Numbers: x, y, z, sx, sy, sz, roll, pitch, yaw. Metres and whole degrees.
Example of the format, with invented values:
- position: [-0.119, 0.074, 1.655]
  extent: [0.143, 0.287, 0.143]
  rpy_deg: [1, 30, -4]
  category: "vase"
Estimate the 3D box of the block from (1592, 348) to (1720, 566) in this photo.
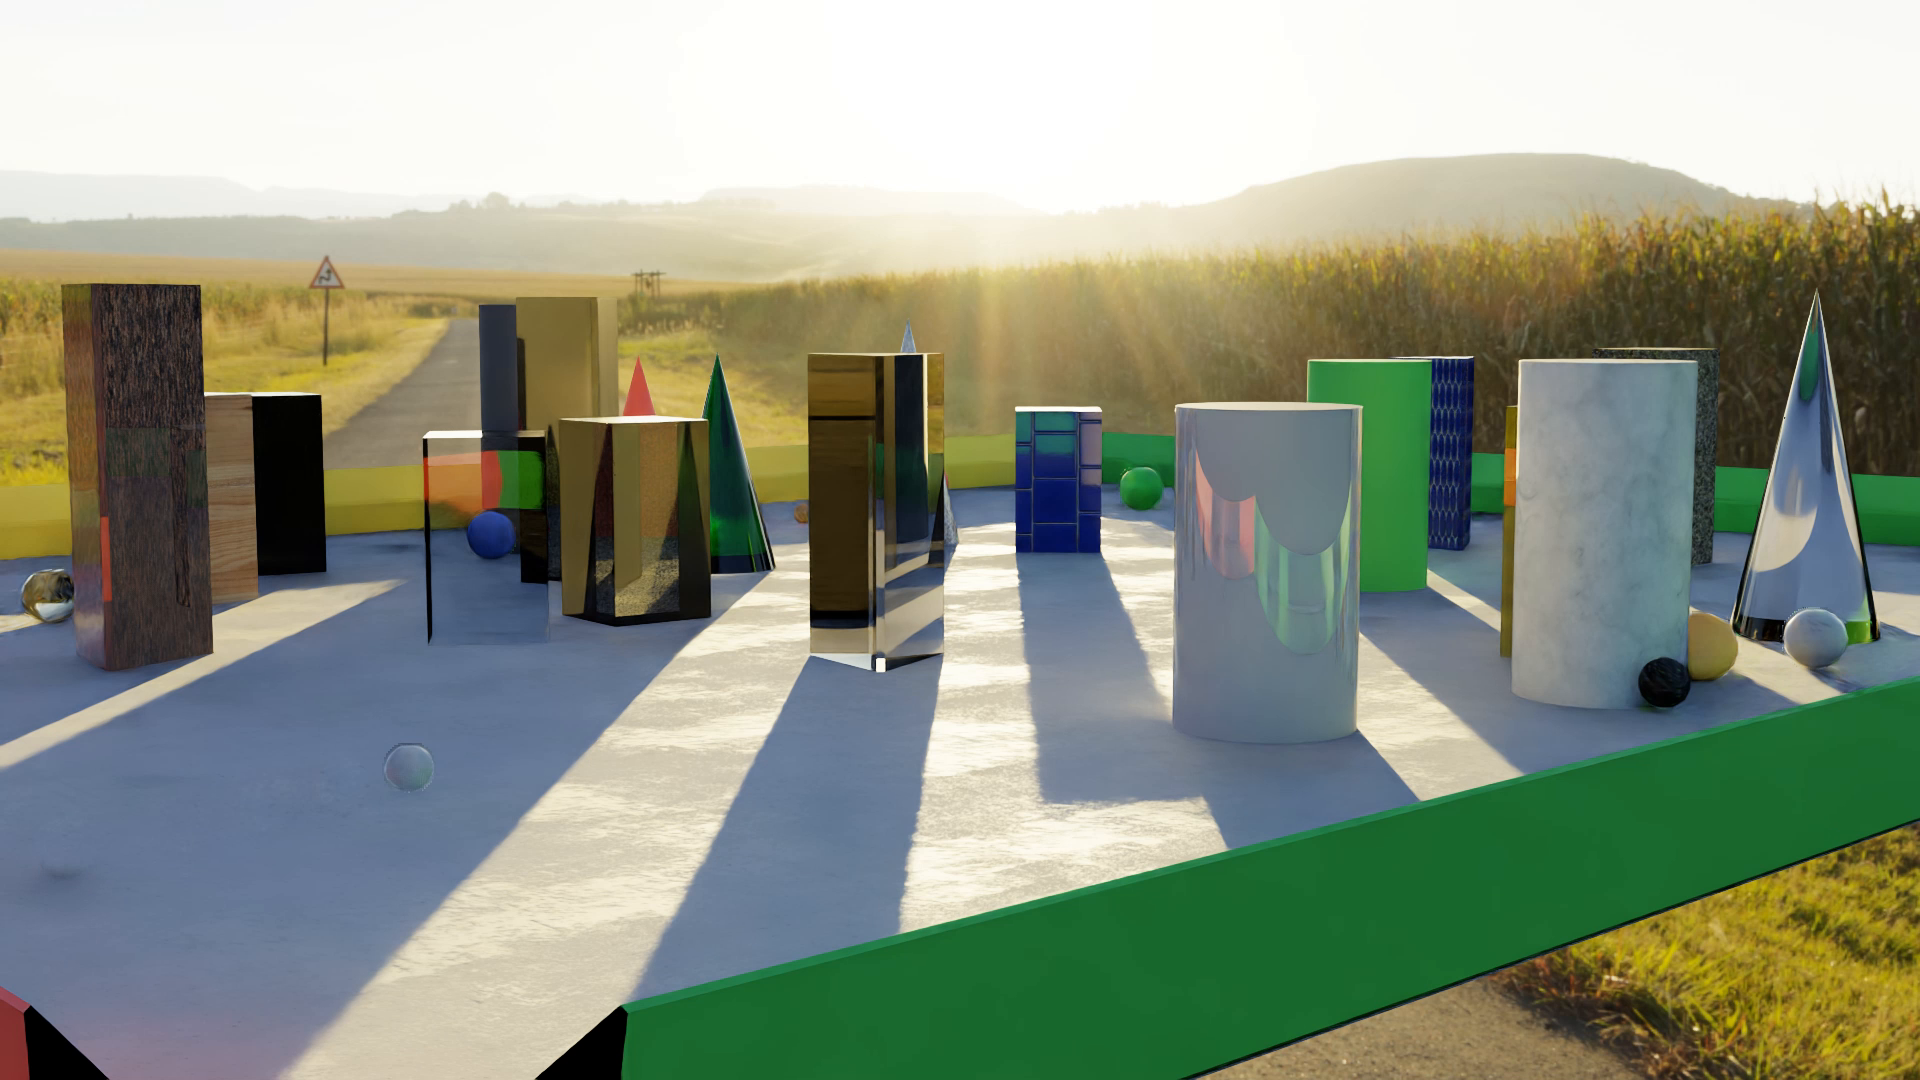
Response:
- position: [1.220, -0.148, 3.877]
  extent: [0.158, 0.377, 0.158]
  rpy_deg: [-6, 8, -44]
  category: "block"

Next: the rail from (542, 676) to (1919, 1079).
- position: [1.080, 0.155, 2.168]
  extent: [3.797, 0.128, 0.045]
  rpy_deg: [-5, 8, -42]
  category: "rail"

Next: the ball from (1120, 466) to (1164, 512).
- position: [0.403, -0.113, 4.890]
  extent: [0.099, 0.099, 0.099]
  rpy_deg: [0, 6, 0]
  category: "ball"

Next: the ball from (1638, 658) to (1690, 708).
- position: [0.782, 0.159, 2.440]
  extent: [0.056, 0.056, 0.056]
  rpy_deg: [0, 6, 0]
  category: "ball"

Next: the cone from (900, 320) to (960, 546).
- position: [-0.099, -0.212, 4.235]
  extent: [0.197, 0.430, 0.197]
  rpy_deg: [0, 6, 0]
  category: "cone"

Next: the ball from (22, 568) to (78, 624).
- position: [-1.297, 0.080, 3.137]
  extent: [0.078, 0.078, 0.078]
  rpy_deg: [0, 6, 0]
  category: "ball"

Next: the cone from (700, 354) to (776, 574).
- position: [-0.417, -0.139, 3.803]
  extent: [0.197, 0.375, 0.197]
  rpy_deg: [0, 6, 0]
  category: "cone"

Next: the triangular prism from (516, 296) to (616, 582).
- position: [-0.621, -0.170, 3.667]
  extent: [0.171, 0.466, 0.148]
  rpy_deg: [4, 7, 32]
  category: "triangular prism"

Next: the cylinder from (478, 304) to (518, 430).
- position: [-0.804, -0.216, 4.157]
  extent: [0.197, 0.455, 0.197]
  rpy_deg: [0, 6, 0]
  category: "cylinder"

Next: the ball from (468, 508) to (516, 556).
- position: [-0.849, -0.014, 3.994]
  extent: [0.086, 0.086, 0.086]
  rpy_deg: [0, 6, 0]
  category: "ball"

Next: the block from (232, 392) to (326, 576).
- position: [-1.192, -0.099, 3.767]
  extent: [0.158, 0.302, 0.158]
  rpy_deg: [-4, 7, -33]
  category: "block"

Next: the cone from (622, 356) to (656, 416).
- position: [-0.652, -0.200, 4.477]
  extent: [0.197, 0.356, 0.197]
  rpy_deg: [0, 6, 0]
  category: "cone"

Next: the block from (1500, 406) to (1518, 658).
- position: [0.809, -0.011, 2.826]
  extent: [0.158, 0.323, 0.158]
  rpy_deg: [6, 8, 43]
  category: "block"

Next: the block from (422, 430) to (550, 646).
- position: [-0.644, -0.006, 3.001]
  extent: [0.158, 0.277, 0.158]
  rpy_deg: [-1, 6, -10]
  category: "block"

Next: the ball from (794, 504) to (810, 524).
- position: [-0.329, -0.055, 4.610]
  extent: [0.041, 0.041, 0.041]
  rpy_deg: [0, 6, 0]
  category: "ball"

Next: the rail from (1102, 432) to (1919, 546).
- position: [1.378, -0.099, 4.596]
  extent: [0.045, 0.128, 3.232]
  rpy_deg: [-5, 8, -42]
  category: "rail"

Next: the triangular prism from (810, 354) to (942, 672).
- position: [-0.084, -0.042, 2.809]
  extent: [0.148, 0.389, 0.171]
  rpy_deg: [-4, 7, -34]
  category: "triangular prism"

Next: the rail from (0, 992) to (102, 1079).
- position: [-1.378, 0.165, 2.067]
  extent: [0.045, 0.128, 3.232]
  rpy_deg: [-5, 8, -42]
  category: "rail"

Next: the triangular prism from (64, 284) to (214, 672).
- position: [-1.037, -0.086, 2.807]
  extent: [0.148, 0.477, 0.171]
  rpy_deg: [-4, 7, -33]
  category: "triangular prism"

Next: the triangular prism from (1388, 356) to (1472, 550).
- position: [0.926, -0.169, 4.179]
  extent: [0.148, 0.356, 0.171]
  rpy_deg: [-5, 8, -42]
  category: "triangular prism"

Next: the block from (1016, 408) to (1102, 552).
- position: [0.183, -0.115, 4.122]
  extent: [0.158, 0.261, 0.158]
  rpy_deg: [0, 6, 2]
  category: "block"

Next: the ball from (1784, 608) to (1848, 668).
- position: [1.065, 0.123, 2.739]
  extent: [0.075, 0.075, 0.075]
  rpy_deg: [0, 6, 0]
  category: "ball"

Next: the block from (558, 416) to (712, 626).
- position: [-0.473, -0.032, 3.197]
  extent: [0.158, 0.287, 0.158]
  rpy_deg: [-5, 8, -38]
  category: "block"

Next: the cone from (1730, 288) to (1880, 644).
- position: [1.163, -0.107, 3.010]
  extent: [0.197, 0.476, 0.197]
  rpy_deg: [0, 6, 0]
  category: "cone"

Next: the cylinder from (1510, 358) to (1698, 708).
- position: [0.743, -0.013, 2.543]
  extent: [0.197, 0.387, 0.197]
  rpy_deg: [0, 6, 0]
  category: "cylinder"

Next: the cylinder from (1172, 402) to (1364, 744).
- position: [0.327, 0.029, 2.349]
  extent: [0.197, 0.344, 0.197]
  rpy_deg: [0, 6, 0]
  category: "cylinder"

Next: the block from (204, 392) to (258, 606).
- position: [-1.196, -0.064, 3.365]
  extent: [0.158, 0.317, 0.158]
  rpy_deg: [3, 7, 29]
  category: "block"

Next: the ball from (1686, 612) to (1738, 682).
- position: [0.890, 0.129, 2.641]
  extent: [0.084, 0.084, 0.084]
  rpy_deg: [0, 6, 0]
  category: "ball"

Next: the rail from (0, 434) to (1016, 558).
- position: [-1.080, -0.088, 4.496]
  extent: [3.797, 0.128, 0.045]
  rpy_deg: [-5, 8, -42]
  category: "rail"

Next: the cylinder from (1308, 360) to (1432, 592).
- position: [0.661, -0.109, 3.568]
  extent: [0.197, 0.364, 0.197]
  rpy_deg: [0, 6, 0]
  category: "cylinder"

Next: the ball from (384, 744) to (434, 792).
- position: [-0.511, 0.212, 2.040]
  extent: [0.044, 0.044, 0.044]
  rpy_deg: [0, 6, 0]
  category: "ball"
